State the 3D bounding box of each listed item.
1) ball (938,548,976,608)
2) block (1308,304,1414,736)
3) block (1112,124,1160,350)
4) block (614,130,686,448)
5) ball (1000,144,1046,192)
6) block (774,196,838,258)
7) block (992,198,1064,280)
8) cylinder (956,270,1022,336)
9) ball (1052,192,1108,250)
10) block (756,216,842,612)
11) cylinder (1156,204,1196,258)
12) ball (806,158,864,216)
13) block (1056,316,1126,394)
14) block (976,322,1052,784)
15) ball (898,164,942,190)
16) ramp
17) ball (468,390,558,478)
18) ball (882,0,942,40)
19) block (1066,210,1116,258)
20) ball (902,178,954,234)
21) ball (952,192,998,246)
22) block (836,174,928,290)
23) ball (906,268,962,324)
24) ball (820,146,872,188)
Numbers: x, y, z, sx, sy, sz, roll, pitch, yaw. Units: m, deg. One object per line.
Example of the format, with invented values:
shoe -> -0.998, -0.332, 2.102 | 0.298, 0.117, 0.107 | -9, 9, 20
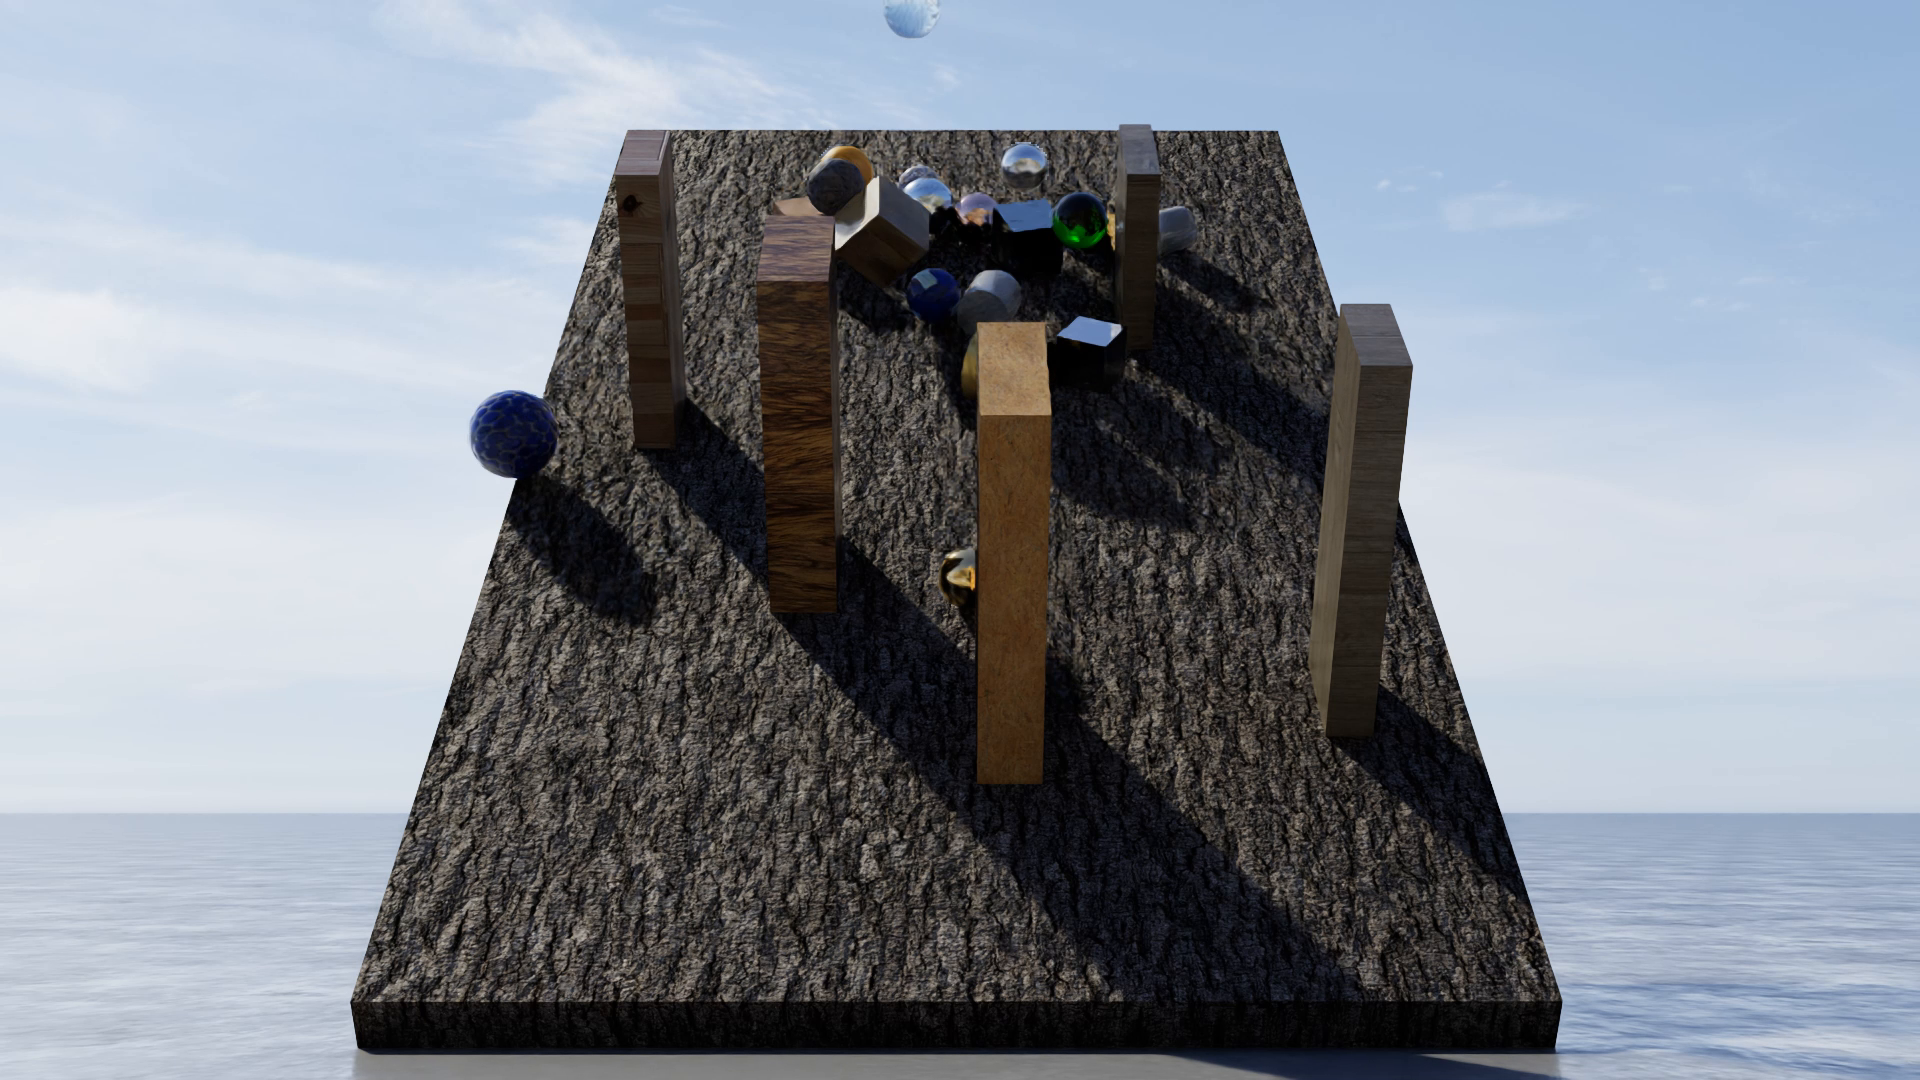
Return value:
ball -> 0.018, 0.078, 5.034 | 0.126, 0.126, 0.126 | 0, -6, 0
block -> 0.748, -0.030, 4.563 | 0.092, 0.793, 0.258 | 0, 30, 0
block -> 0.446, -0.770, 6.144 | 0.081, 0.471, 0.339 | 0, 30, 0
block -> -0.711, -0.576, 5.598 | 0.095, 0.680, 0.270 | 0, 30, 0
ball -> 0.181, -1.057, 6.873 | 0.132, 0.132, 0.132 | 0, -6, 0
block -> -0.421, -0.844, 6.597 | 0.134, 0.134, 0.134 | -11, 32, -19
block -> 0.182, -0.809, 6.510 | 0.147, 0.147, 0.147 | -10, 39, -17
cylinder -> 0.075, -0.601, 6.182 | 0.138, 0.138, 0.138 | -2, 28, 19
ball -> 0.313, -0.834, 6.328 | 0.149, 0.149, 0.149 | 0, -6, 0
block -> -0.324, -0.256, 4.983 | 0.139, 0.751, 0.325 | 0, 30, 0
cylinder -> 0.563, -0.844, 6.617 | 0.118, 0.118, 0.118 | -20, 3, -26
ball -> -0.324, -0.922, 6.333 | 0.151, 0.151, 0.151 | 0, -6, 0
block -> 0.321, -0.454, 5.941 | 0.129, 0.129, 0.129 | 15, 33, 23
block -> 0.093, 0.028, 4.478 | 0.122, 0.774, 0.367 | 0, 30, 0
ball -> -0.113, -0.999, 6.870 | 0.129, 0.129, 0.129 | 0, -6, 0
ramp -> -0.013, -0.207, 5.743 | 2.000, 0.100, 4.000 | 0, 30, 0
ball -> -1.014, -0.240, 5.495 | 0.202, 0.202, 0.202 | 0, -6, 0
ball -> -0.143, -1.578, 7.203 | 0.175, 0.175, 0.175 | 0, -6, 0
block -> 0.367, -0.826, 6.493 | 0.113, 0.113, 0.113 | 6, 12, -19
ball -> -0.093, -0.922, 6.686 | 0.156, 0.156, 0.156 | 0, -6, 0
ball -> 0.048, -0.881, 6.653 | 0.145, 0.145, 0.145 | 0, -6, 0
block -> -0.202, -0.793, 6.234 | 0.171, 0.171, 0.171 | 34, -55, -29
ball -> -0.067, -0.629, 6.224 | 0.142, 0.142, 0.142 | 0, -6, 0
ball -> -0.324, -1.039, 6.853 | 0.155, 0.155, 0.155 | 0, -6, 0
